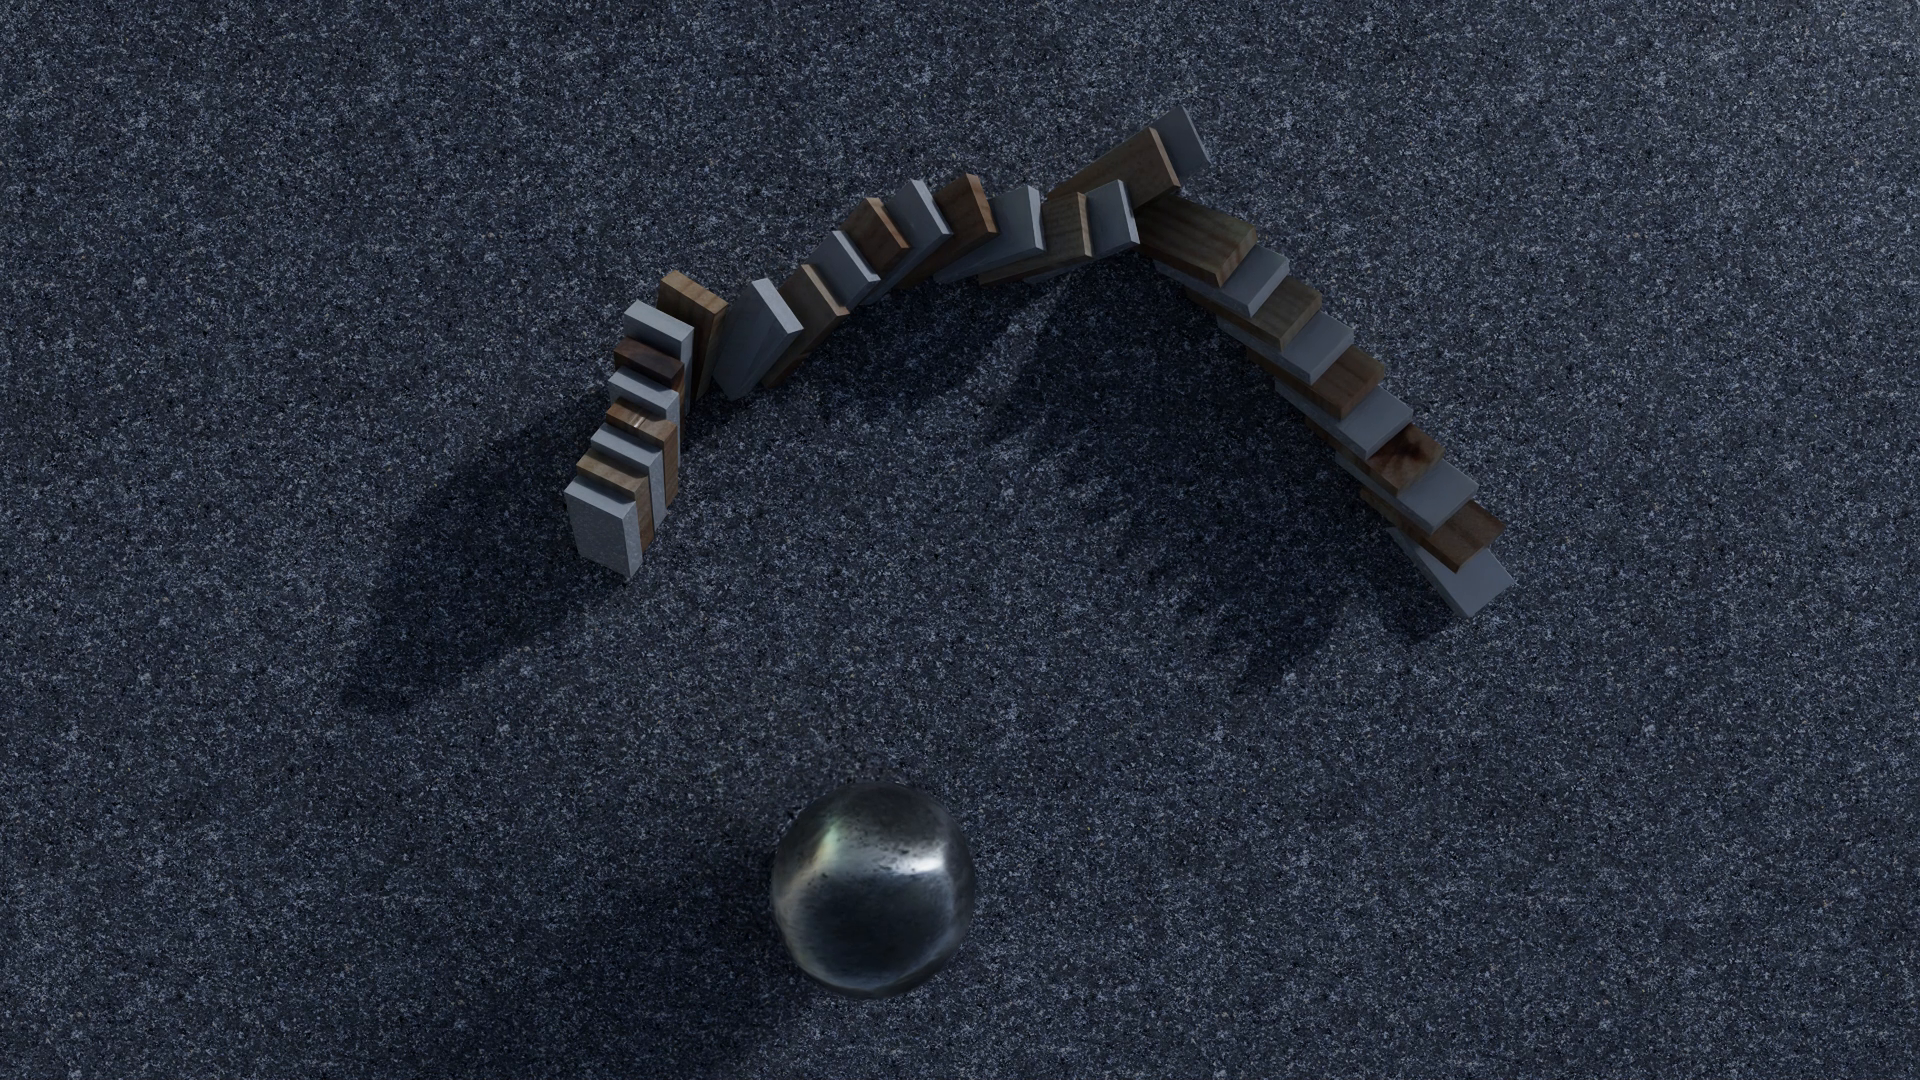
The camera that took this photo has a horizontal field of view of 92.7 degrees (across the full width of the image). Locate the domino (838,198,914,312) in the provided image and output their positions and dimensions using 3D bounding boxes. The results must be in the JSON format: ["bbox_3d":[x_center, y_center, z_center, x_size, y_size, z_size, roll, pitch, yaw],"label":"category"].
[{"bbox_3d":[-0.045,-0.115,0.382,0.050,0.009,0.025,-36,88,33],"label":"domino"}]

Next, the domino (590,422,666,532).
[{"bbox_3d":[-0.135,-0.025,0.377,0.025,0.050,0.009,25,57,0],"label":"domino"}]

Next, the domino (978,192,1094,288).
[{"bbox_3d":[0.030,-0.124,0.382,0.050,0.009,0.025,-6,93,33],"label":"domino"}]

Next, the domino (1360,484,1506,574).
[{"bbox_3d":[0.197,-0.012,0.384,0.025,0.010,0.050,-41,61,0],"label":"domino"}]

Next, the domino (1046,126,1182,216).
[{"bbox_3d":[0.063,-0.145,0.381,0.050,0.009,0.025,-23,91,34],"label":"domino"}]

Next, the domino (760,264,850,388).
[{"bbox_3d":[-0.071,-0.089,0.383,0.050,0.010,0.025,-36,90,32],"label":"domino"}]

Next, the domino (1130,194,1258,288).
[{"bbox_3d":[0.095,-0.126,0.382,0.050,0.009,0.025,38,89,34],"label":"domino"}]

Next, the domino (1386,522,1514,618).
[{"bbox_3d":[0.211,0.006,0.395,0.025,0.009,0.050,-39,90,0],"label":"domino"}]

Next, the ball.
[{"bbox_3d":[-0.034,0.136,0.360,0.080,0.080,0.080,0,90,0],"label":"ball"}]

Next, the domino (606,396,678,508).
[{"bbox_3d":[-0.130,-0.035,0.377,0.025,0.050,0.010,26,56,0],"label":"domino"}]

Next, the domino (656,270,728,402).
[{"bbox_3d":[-0.113,-0.083,0.379,0.025,0.050,0.009,32,47,0],"label":"domino"}]

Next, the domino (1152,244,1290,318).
[{"bbox_3d":[0.108,-0.115,0.383,0.050,0.009,0.025,40,90,31],"label":"domino"}]

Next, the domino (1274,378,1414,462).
[{"bbox_3d":[0.160,-0.059,0.384,0.025,0.010,0.050,-41,61,0],"label":"domino"}]

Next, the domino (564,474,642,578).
[{"bbox_3d":[-0.146,-0.005,0.377,0.025,0.050,0.009,25,57,0],"label":"domino"}]

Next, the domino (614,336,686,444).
[{"bbox_3d":[-0.127,-0.059,0.377,0.025,0.050,0.010,26,56,0],"label":"domino"}]

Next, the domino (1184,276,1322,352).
[{"bbox_3d":[0.122,-0.102,0.383,0.025,0.010,0.050,-48,59,0],"label":"domino"}]

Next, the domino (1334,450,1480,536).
[{"bbox_3d":[0.186,-0.028,0.384,0.025,0.010,0.050,-42,61,0],"label":"domino"}]

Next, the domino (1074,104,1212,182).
[{"bbox_3d":[0.076,-0.155,0.384,0.050,0.009,0.025,-25,90,29],"label":"domino"}]

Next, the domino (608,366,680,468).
[{"bbox_3d":[-0.129,-0.047,0.377,0.025,0.050,0.009,26,56,0],"label":"domino"}]

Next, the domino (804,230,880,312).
[{"bbox_3d":[-0.058,-0.102,0.382,0.050,0.010,0.025,-36,90,33],"label":"domino"}]

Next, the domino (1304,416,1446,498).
[{"bbox_3d":[0.173,-0.043,0.384,0.025,0.010,0.050,-40,61,0],"label":"domino"}]

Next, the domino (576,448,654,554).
[{"bbox_3d":[-0.141,-0.015,0.377,0.025,0.050,0.009,25,57,0],"label":"domino"}]

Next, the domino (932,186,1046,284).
[{"bbox_3d":[0.010,-0.127,0.382,0.050,0.009,0.025,-8,90,33],"label":"domino"}]

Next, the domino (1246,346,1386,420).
[{"bbox_3d":[0.148,-0.075,0.383,0.025,0.010,0.050,-44,59,0],"label":"domino"}]

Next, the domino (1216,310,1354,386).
[{"bbox_3d":[0.135,-0.088,0.383,0.025,0.009,0.050,-46,59,0],"label":"domino"}]

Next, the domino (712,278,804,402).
[{"bbox_3d":[-0.088,-0.082,0.380,0.050,0.010,0.025,-35,90,41],"label":"domino"}]

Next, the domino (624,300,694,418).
[{"bbox_3d":[-0.124,-0.072,0.377,0.025,0.050,0.009,26,52,0],"label":"domino"}]

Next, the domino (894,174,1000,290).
[{"bbox_3d":[-0.010,-0.128,0.382,0.050,0.009,0.025,-21,89,34],"label":"domino"}]

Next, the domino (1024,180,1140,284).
[{"bbox_3d":[0.048,-0.128,0.382,0.050,0.009,0.025,-12,91,33],"label":"domino"}]

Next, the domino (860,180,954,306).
[{"bbox_3d":[-0.029,-0.123,0.382,0.050,0.009,0.025,-31,89,33],"label":"domino"}]
